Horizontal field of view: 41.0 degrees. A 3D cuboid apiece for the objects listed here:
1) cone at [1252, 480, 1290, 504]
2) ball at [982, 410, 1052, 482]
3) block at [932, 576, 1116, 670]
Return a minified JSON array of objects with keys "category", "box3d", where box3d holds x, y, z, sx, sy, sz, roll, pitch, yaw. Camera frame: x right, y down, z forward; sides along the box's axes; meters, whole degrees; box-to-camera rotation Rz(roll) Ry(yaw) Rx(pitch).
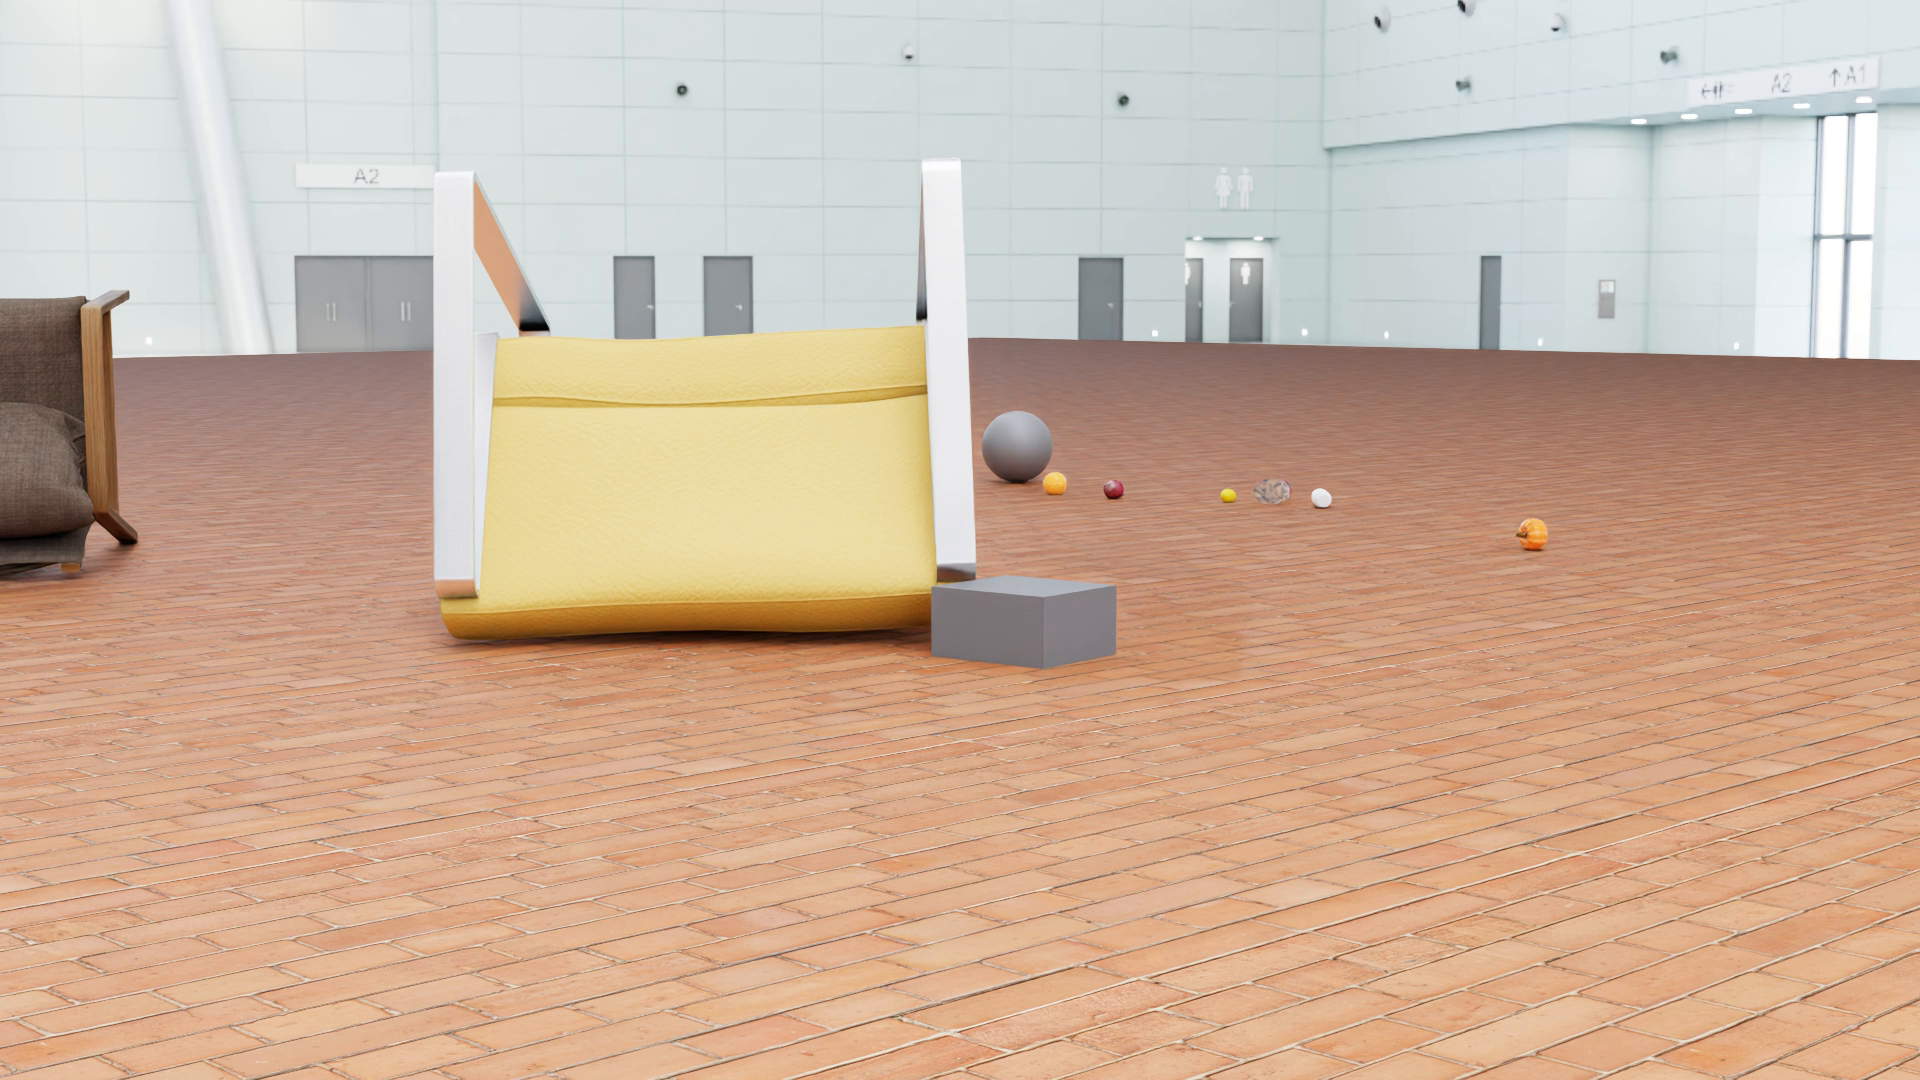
[{"category":"cone","box3d":[0.899,-0.126,7.464,0.110,0.076,0.091,-5,-17,-3]},{"category":"ball","box3d":[0.182,-0.298,8.194,0.228,0.228,0.228,0,6,0]},{"category":"block","box3d":[0.111,0.140,4.456,0.241,0.122,0.214,5,7,38]}]
